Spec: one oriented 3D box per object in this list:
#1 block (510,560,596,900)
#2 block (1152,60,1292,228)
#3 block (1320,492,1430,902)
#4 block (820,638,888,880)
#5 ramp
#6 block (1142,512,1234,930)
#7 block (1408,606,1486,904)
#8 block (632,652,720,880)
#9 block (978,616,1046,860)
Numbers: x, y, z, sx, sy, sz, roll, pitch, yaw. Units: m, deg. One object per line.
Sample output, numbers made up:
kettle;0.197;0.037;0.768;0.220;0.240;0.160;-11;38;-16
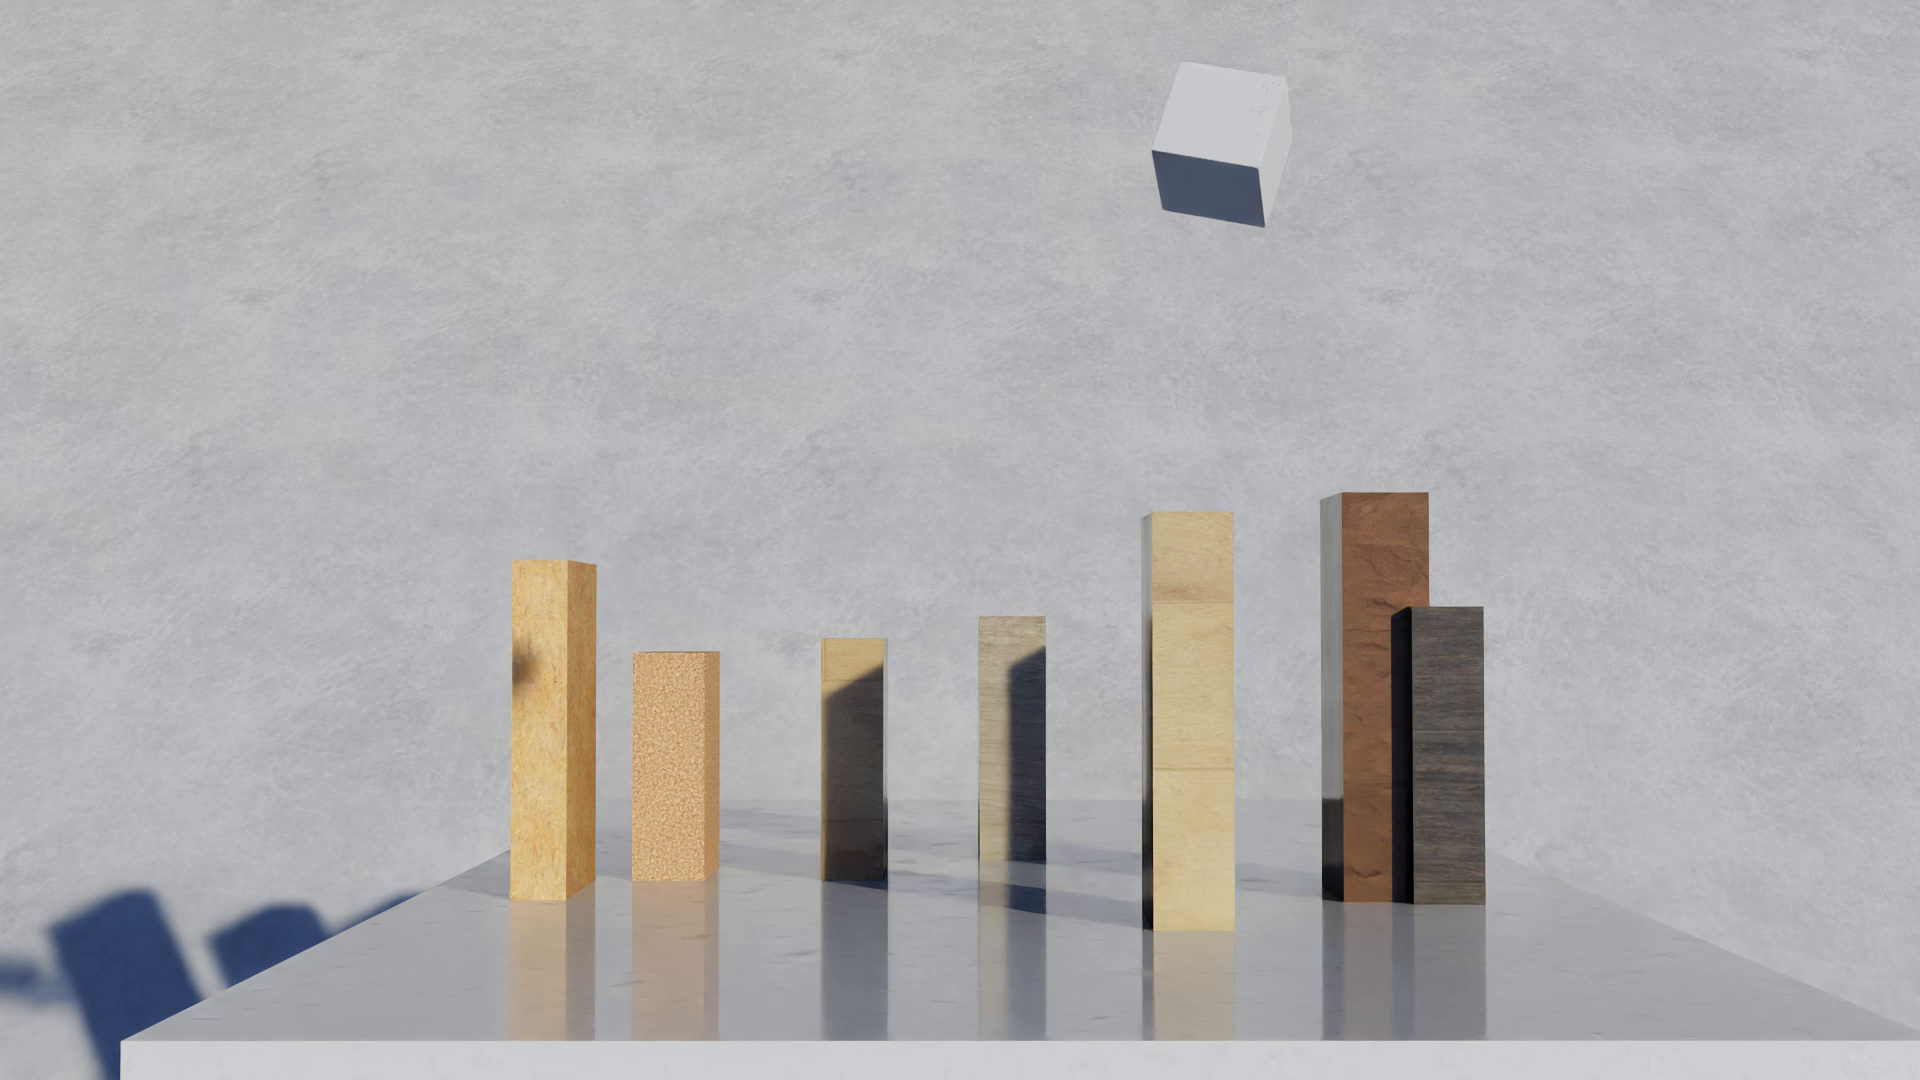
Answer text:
block;-0.704;0.323;4.517;0.093;0.568;0.349;0;-2;0
block;0.284;-0.426;2.802;0.116;0.116;0.116;12;67;16
block;0.707;0.264;4.439;0.145;0.679;0.258;0;-2;0
block;-0.194;0.400;4.834;0.112;0.434;0.320;0;-2;0
ramp;0.078;0.668;4.851;2.000;0.100;4.000;0;-2;0
block;0.351;0.276;4.026;0.122;0.628;0.241;0;-2;0
block;0.802;0.358;4.401;0.118;0.489;0.272;0;-2;0
block;-0.524;0.412;4.813;0.129;0.409;0.293;0;-2;0
block;0.103;0.394;5.283;0.130;0.477;0.395;0;-2;0
